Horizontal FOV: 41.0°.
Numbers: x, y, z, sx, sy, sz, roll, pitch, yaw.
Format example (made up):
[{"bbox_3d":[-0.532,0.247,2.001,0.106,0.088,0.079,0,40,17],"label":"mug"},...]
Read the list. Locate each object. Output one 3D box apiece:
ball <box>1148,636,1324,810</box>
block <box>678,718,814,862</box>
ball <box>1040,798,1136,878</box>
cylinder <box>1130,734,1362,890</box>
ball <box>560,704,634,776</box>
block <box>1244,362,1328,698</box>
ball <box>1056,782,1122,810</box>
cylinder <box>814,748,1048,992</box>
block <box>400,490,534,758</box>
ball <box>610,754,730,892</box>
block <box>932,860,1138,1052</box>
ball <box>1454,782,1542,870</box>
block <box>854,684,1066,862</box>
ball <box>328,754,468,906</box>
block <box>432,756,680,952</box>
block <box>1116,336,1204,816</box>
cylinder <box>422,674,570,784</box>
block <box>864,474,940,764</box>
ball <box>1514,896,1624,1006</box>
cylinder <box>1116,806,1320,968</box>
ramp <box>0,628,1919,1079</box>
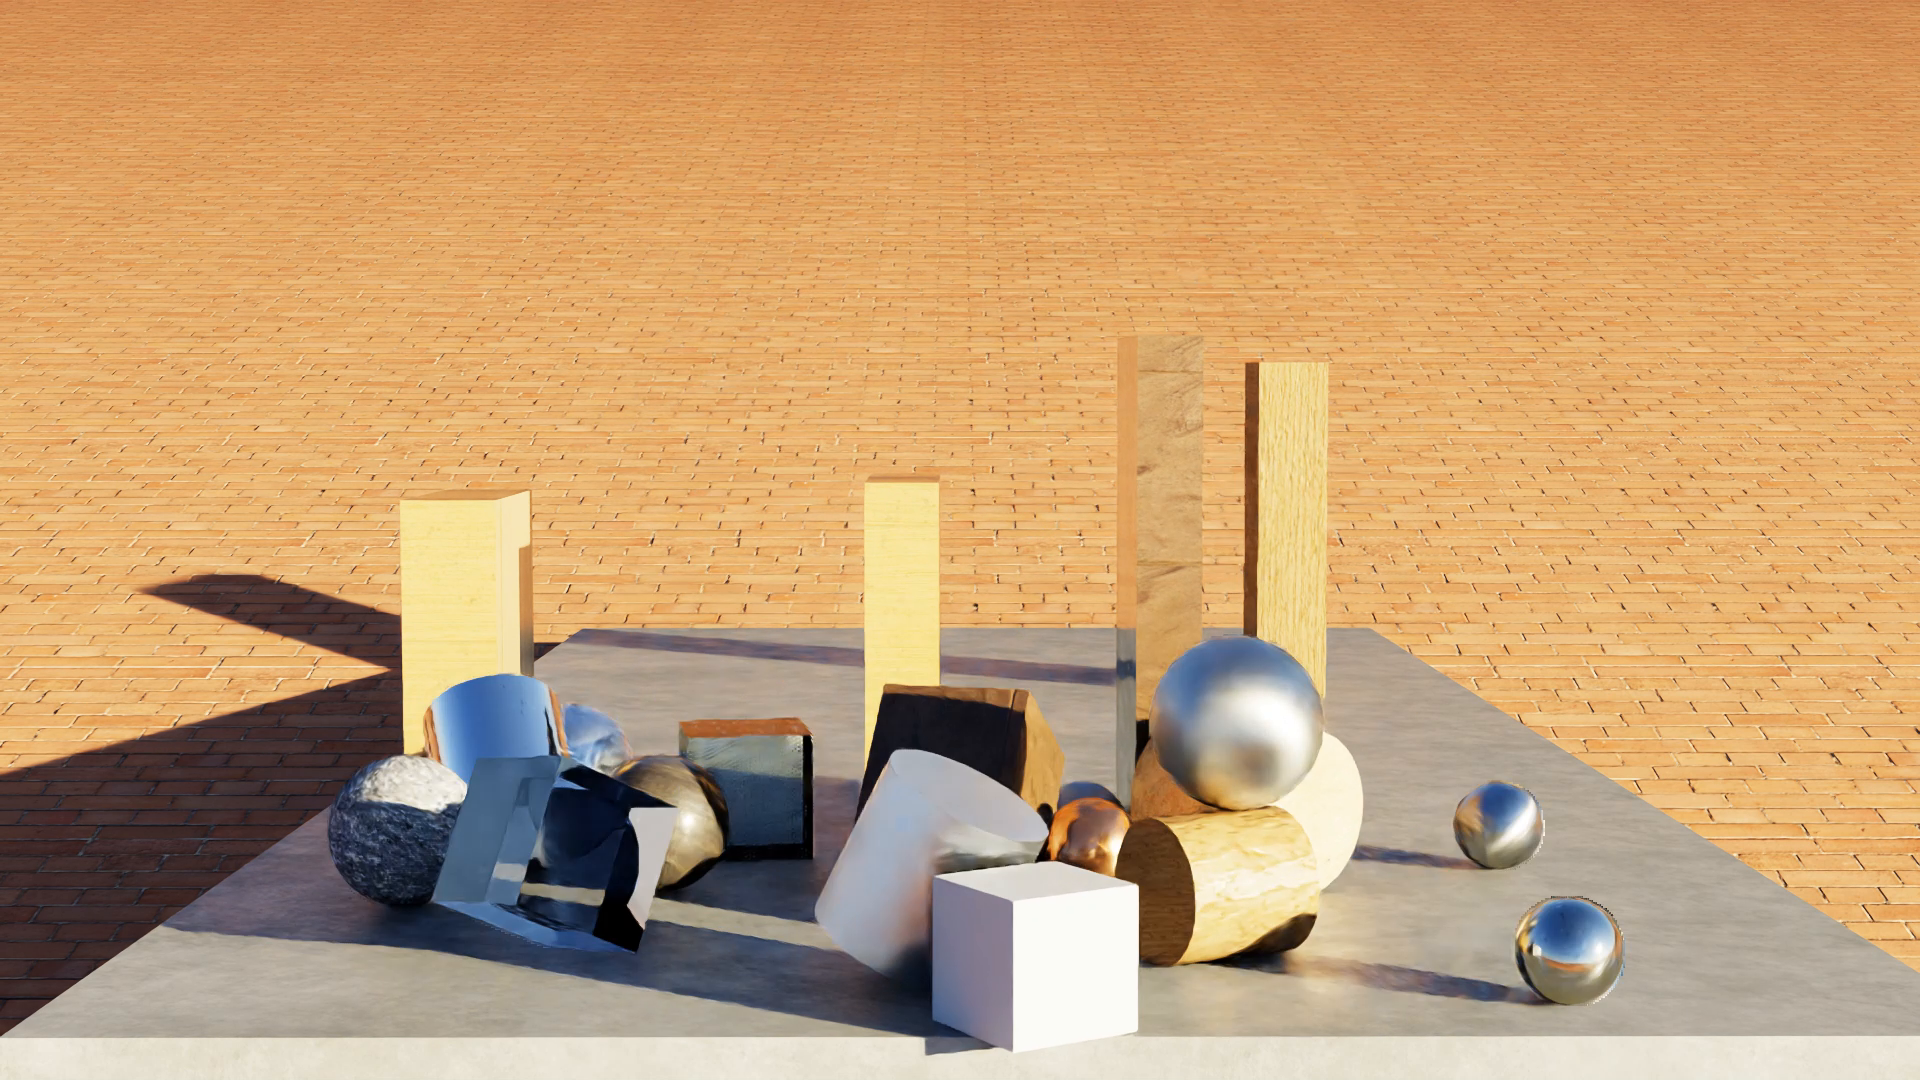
[{"bbox_3d":[0.310,0.205,2.882,0.197,0.197,0.197,0,19,0],"label":"ball"},{"bbox_3d":[-0.295,0.341,3.523,0.168,0.168,0.168,-1,4,-10],"label":"block"},{"bbox_3d":[0.164,0.384,3.193,0.127,0.127,0.127,0,19,0],"label":"ball"},{"bbox_3d":[0.366,0.337,3.287,0.209,0.209,0.209,-16,13,-38],"label":"cylinder"},{"bbox_3d":[-0.557,0.325,3.668,0.182,0.182,0.182,0,19,0],"label":"ball"},{"bbox_3d":[0.662,-0.026,5.237,0.137,0.670,0.247,0,4,0],"label":"block"},{"bbox_3d":[0.162,0.377,3.381,0.117,0.117,0.117,0,19,0],"label":"ball"},{"bbox_3d":[-0.031,0.352,2.738,0.187,0.187,0.187,25,12,-6],"label":"cylinder"},{"bbox_3d":[-0.732,0.168,3.840,0.136,0.472,0.320,0,4,0],"label":"block"},{"bbox_3d":[-0.378,0.358,3.243,0.173,0.173,0.173,0,19,0],"label":"ball"},{"bbox_3d":[0.075,0.415,2.576,0.148,0.148,0.148,-2,5,-32],"label":"block"},{"bbox_3d":[0.709,0.377,3.385,0.115,0.115,0.115,0,19,0],"label":"ball"},{"bbox_3d":[0.004,0.313,3.226,0.191,0.191,0.191,1,60,19],"label":"block"},{"bbox_3d":[-0.683,0.358,3.158,0.185,0.185,0.185,0,19,0],"label":"ball"},{"bbox_3d":[-0.449,0.349,2.849,0.168,0.168,0.168,30,-24,-37],"label":"block"},{"bbox_3d":[0.274,0.070,3.573,0.086,0.703,0.412,0,4,0],"label":"block"},{"bbox_3d":[-0.604,0.305,3.379,0.183,0.183,0.183,-6,52,-16],"label":"cylinder"},{"bbox_3d":[-0.080,0.163,3.672,0.102,0.504,0.321,0,4,0],"label":"block"},{"bbox_3d":[0.633,0.427,2.668,0.111,0.111,0.111,0,19,0],"label":"ball"},{"bbox_3d":[0.287,0.387,2.874,0.164,0.164,0.164,-2,18,-29],"label":"cylinder"},{"bbox_3d":[0.045,0.407,4.538,2.000,0.100,4.000,0,4,0],"label":"ramp"}]
